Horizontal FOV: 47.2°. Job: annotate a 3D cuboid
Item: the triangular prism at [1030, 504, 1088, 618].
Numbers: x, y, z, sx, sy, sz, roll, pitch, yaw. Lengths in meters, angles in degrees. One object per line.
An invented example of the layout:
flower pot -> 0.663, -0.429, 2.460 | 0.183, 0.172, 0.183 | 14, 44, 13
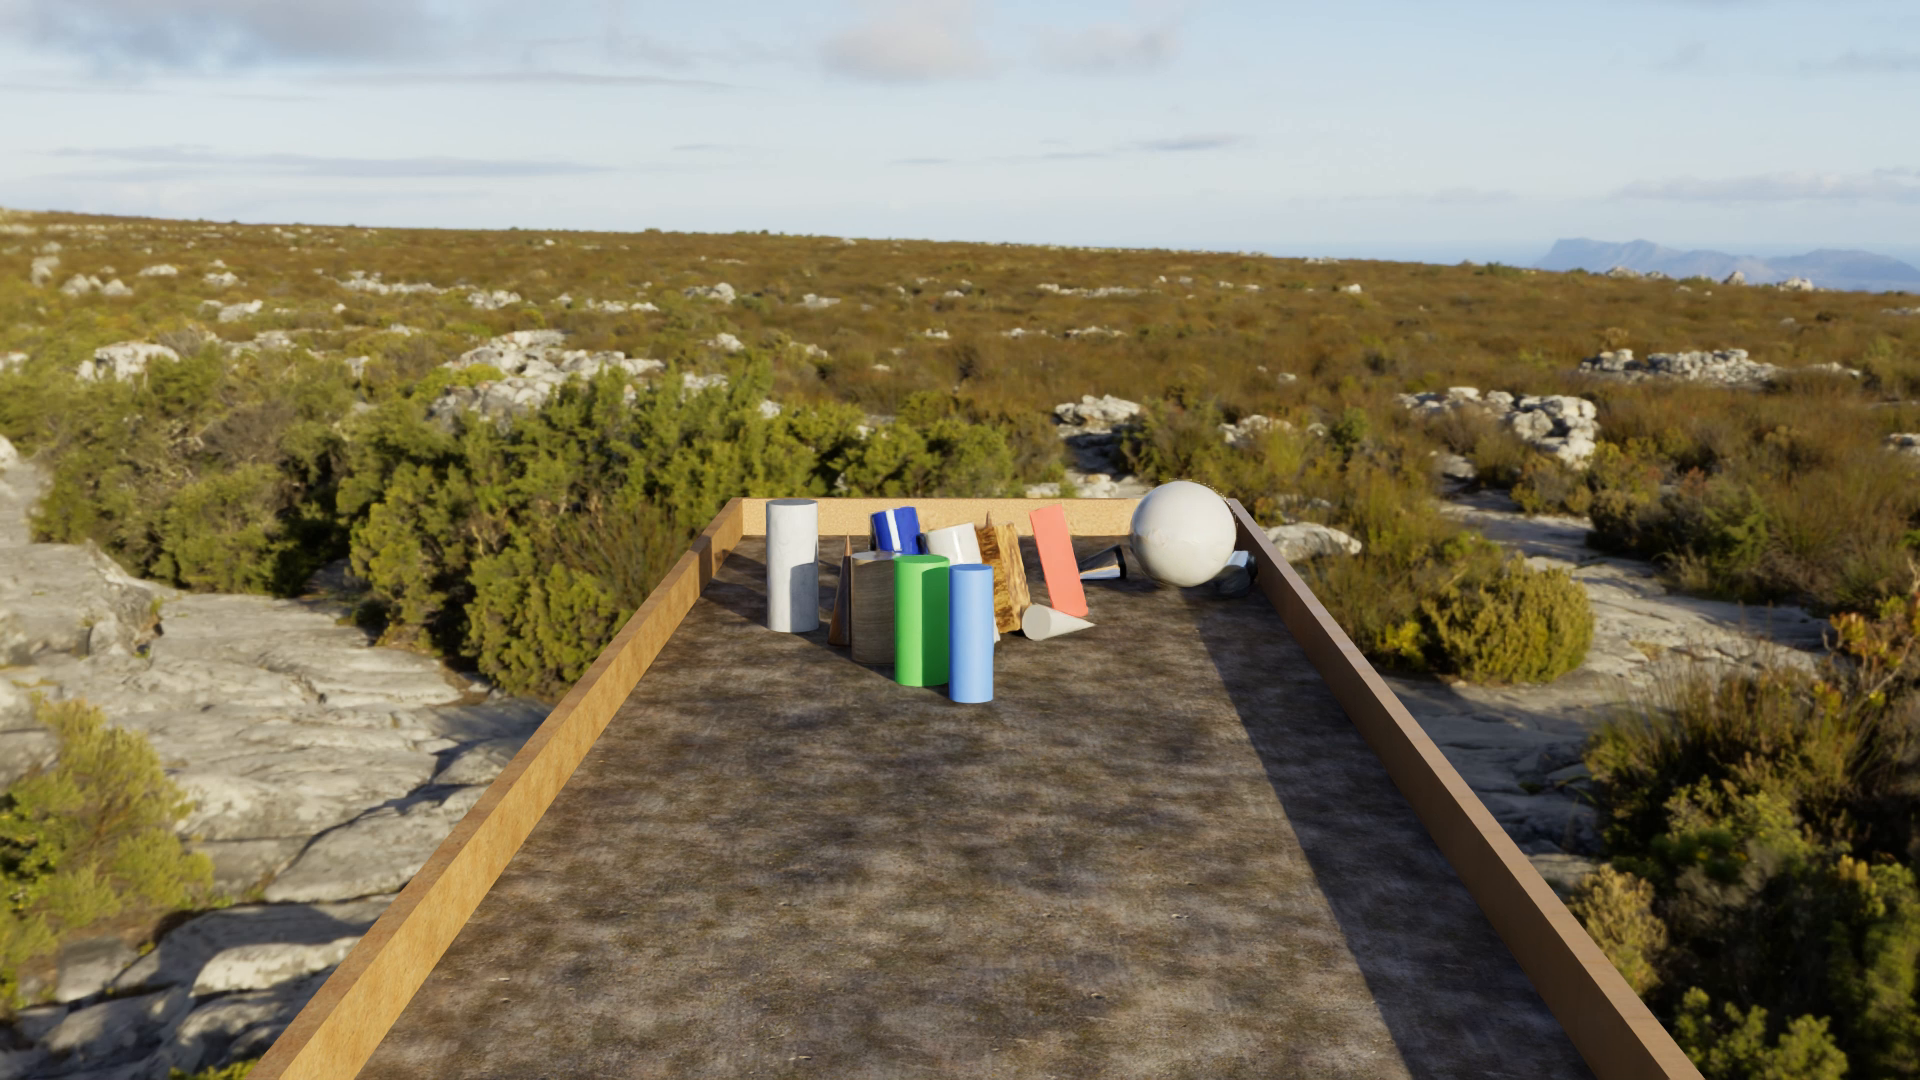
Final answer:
triangular prism -> 0.316, 0.080, 7.289 | 0.113, 0.377, 0.098 | -14, 1, -12

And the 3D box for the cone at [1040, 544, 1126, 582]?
cone -> 0.443, 0.115, 8.068 | 0.310, 0.136, 0.136 | -13, 11, -6

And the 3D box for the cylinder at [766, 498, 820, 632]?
cylinder -> -0.546, 0.081, 7.176 | 0.169, 0.413, 0.169 | 0, 9, 0

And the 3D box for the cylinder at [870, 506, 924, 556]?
cylinder -> -0.165, 0.116, 6.859 | 0.144, 0.421, 0.144 | -12, -5, -1

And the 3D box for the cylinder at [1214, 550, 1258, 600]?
cylinder -> 0.986, 0.123, 7.832 | 0.127, 0.127, 0.302 | 2, 9, 13

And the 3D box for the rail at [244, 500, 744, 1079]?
rail -> -1.004, 0.839, 3.234 | 0.050, 0.150, 12.000 | 0, 9, 1

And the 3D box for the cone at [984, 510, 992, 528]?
cone -> 0.097, 0.085, 7.196 | 0.146, 0.394, 0.146 | -2, 7, 0

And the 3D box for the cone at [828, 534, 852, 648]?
cone -> -0.352, 0.147, 6.928 | 0.135, 0.360, 0.135 | 0, 9, 0

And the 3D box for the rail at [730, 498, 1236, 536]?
rail -> 0.099, -0.098, 9.147 | 2.100, 0.150, 0.050 | 0, 9, 1

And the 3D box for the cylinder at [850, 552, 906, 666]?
cylinder -> -0.248, 0.206, 6.686 | 0.166, 0.321, 0.166 | 0, 9, 0

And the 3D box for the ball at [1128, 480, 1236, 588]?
ball -> 0.771, -0.019, 7.626 | 0.370, 0.370, 0.370 | 0, 9, 0

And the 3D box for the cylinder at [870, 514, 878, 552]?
cylinder -> -0.222, 0.103, 7.180 | 0.145, 0.370, 0.145 | 0, 9, 0

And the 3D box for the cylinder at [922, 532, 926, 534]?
cylinder -> -0.120, 0.143, 6.991 | 0.130, 0.328, 0.130 | -6, -2, 0

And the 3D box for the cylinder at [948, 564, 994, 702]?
cylinder -> 0.031, 0.260, 6.171 | 0.124, 0.374, 0.124 | 0, 9, 0

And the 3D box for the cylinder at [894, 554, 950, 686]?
cylinder -> -0.110, 0.232, 6.397 | 0.162, 0.359, 0.162 | 0, 9, 0

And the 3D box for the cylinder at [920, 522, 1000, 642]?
cylinder -> 0.001, 0.146, 6.796 | 0.167, 0.373, 0.167 | -13, -1, 0

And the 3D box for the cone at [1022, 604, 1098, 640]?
cone -> 0.349, 0.271, 7.114 | 0.118, 0.118, 0.330 | 8, 2, 40

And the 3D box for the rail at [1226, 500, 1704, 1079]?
rail -> 1.046, 0.843, 3.208 | 0.050, 0.150, 12.000 | 0, 9, 1

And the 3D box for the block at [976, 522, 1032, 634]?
block -> 0.135, 0.125, 7.089 | 0.108, 0.338, 0.108 | -12, 0, 37
